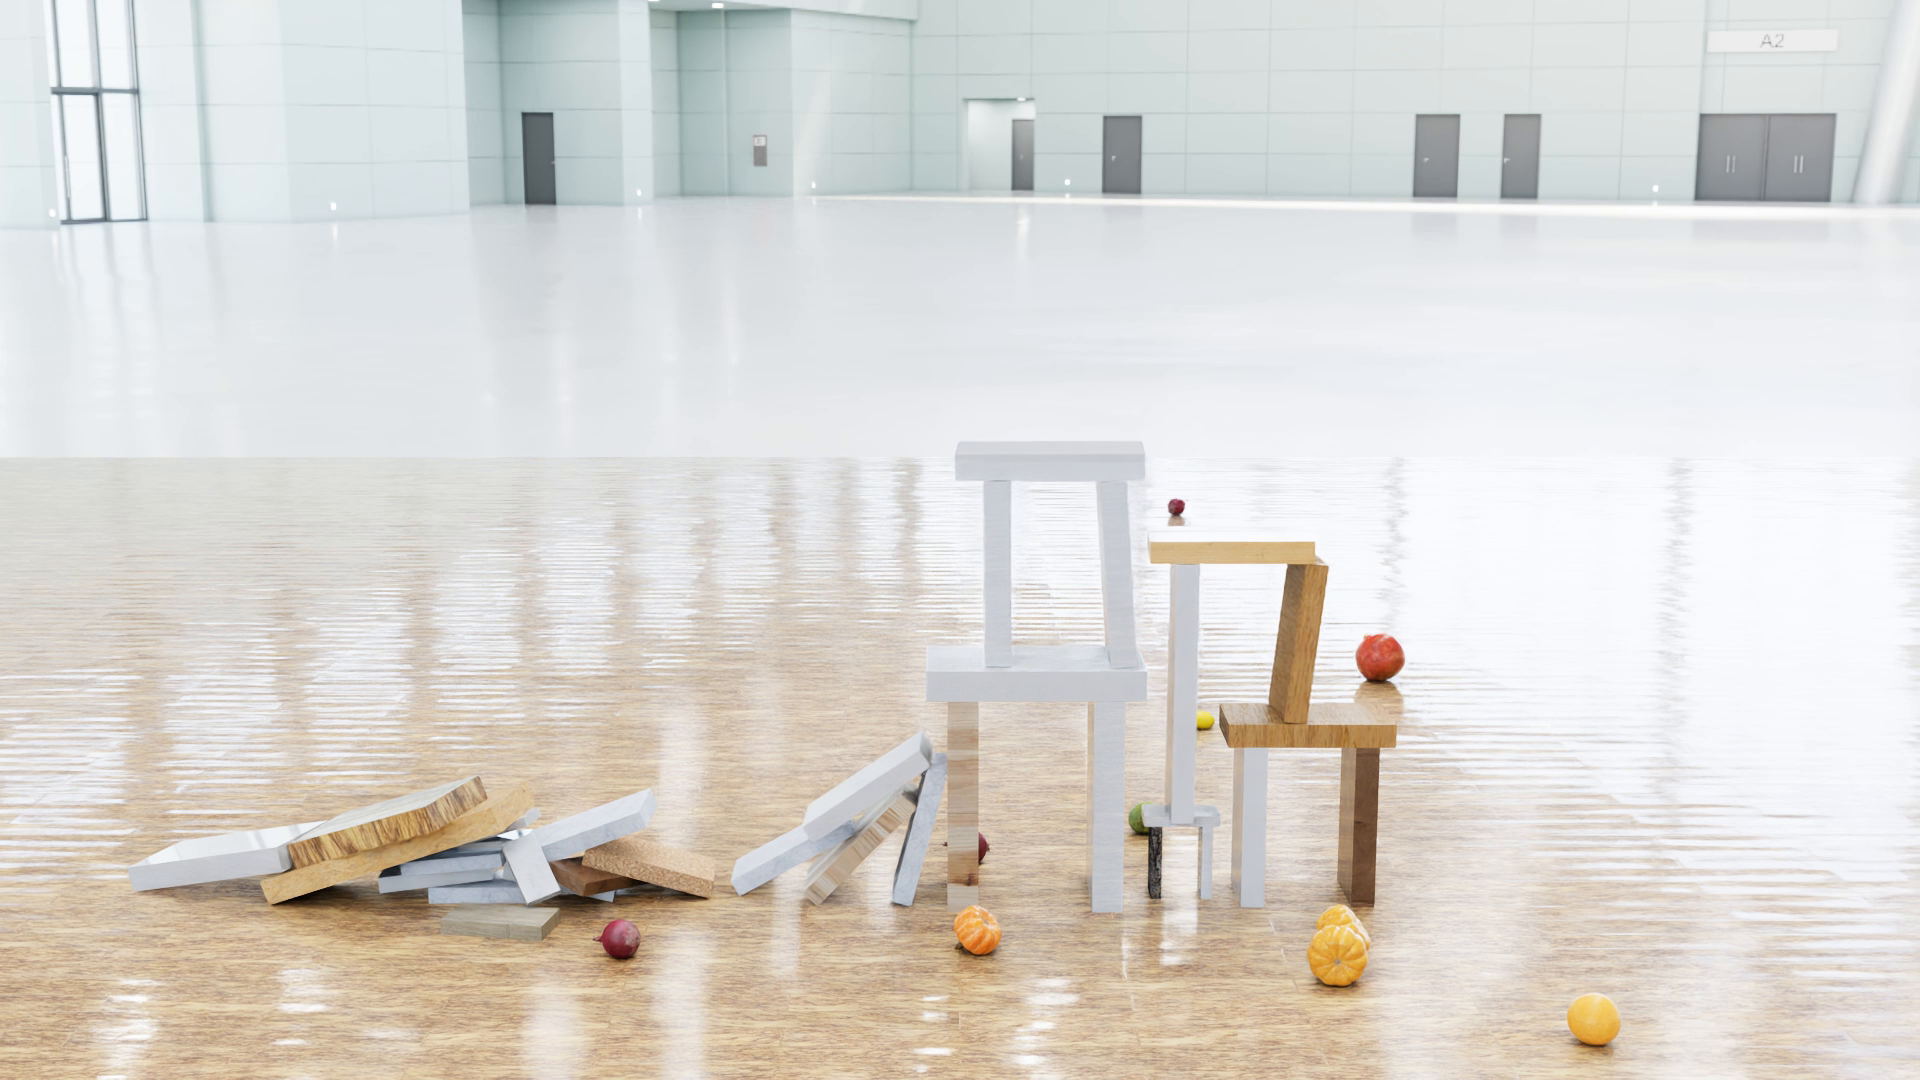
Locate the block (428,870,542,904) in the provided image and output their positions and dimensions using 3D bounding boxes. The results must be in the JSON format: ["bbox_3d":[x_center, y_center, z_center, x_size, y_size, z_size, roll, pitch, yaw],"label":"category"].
[{"bbox_3d":[-0.782,0.577,3.666,0.185,0.026,0.093,0,11,0],"label":"block"}]

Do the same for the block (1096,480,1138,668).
[{"bbox_3d":[0.253,0.043,3.572,0.043,0.301,0.151,-4,10,1],"label":"block"}]

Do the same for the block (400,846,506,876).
[{"bbox_3d":[-0.831,0.524,3.641,0.168,0.024,0.084,-6,11,4],"label":"block"}]

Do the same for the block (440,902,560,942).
[{"bbox_3d":[-0.732,0.608,3.507,0.168,0.024,0.084,2,11,10],"label":"block"}]

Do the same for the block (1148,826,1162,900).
[{"bbox_3d":[0.325,0.528,3.662,0.018,0.125,0.063,0,11,0],"label":"block"}]

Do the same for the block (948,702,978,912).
[{"bbox_3d":[0.005,0.416,3.636,0.050,0.354,0.177,0,11,0],"label":"block"}]

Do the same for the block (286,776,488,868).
[{"bbox_3d":[-0.940,0.462,3.608,0.299,0.042,0.149,-17,7,25],"label":"block"}]

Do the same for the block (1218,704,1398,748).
[{"bbox_3d":[0.569,0.305,3.617,0.271,0.038,0.135,0,11,0],"label":"block"}]

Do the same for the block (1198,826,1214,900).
[{"bbox_3d":[0.408,0.528,3.662,0.018,0.125,0.063,0,11,0],"label":"block"}]

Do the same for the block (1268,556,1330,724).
[{"bbox_3d":[0.552,0.155,3.591,0.037,0.262,0.131,6,10,-5],"label":"block"}]

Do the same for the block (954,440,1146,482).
[{"bbox_3d":[0.145,-0.128,3.550,0.301,0.043,0.151,0,11,3],"label":"block"}]

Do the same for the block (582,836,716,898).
[{"bbox_3d":[-0.518,0.537,3.673,0.216,0.031,0.108,16,10,-8],"label":"block"}]

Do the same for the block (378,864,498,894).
[{"bbox_3d":[-0.866,0.550,3.665,0.185,0.026,0.093,-7,10,-2],"label":"block"}]

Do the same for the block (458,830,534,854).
[{"bbox_3d":[-0.766,0.498,3.635,0.112,0.016,0.056,-5,10,11],"label":"block"}]

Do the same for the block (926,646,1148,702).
[{"bbox_3d":[0.122,0.218,3.599,0.354,0.050,0.177,0,11,0],"label":"block"}]

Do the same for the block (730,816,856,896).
[{"bbox_3d":[-0.280,0.518,3.697,0.216,0.031,0.108,-29,9,5],"label":"block"}]

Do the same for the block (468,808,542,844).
[{"bbox_3d":[-0.751,0.470,3.616,0.113,0.016,0.056,-18,7,16],"label":"block"}]

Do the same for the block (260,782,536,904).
[{"bbox_3d":[-0.928,0.500,3.633,0.435,0.042,0.149,-18,6,13],"label":"block"}]

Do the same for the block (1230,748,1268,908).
[{"bbox_3d":[0.479,0.457,3.645,0.038,0.271,0.135,0,11,0],"label":"block"}]

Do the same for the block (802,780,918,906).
[{"bbox_3d":[-0.164,0.497,3.650,0.033,0.234,0.117,44,8,-7],"label":"block"}]

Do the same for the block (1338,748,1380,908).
[{"bbox_3d":[0.660,0.457,3.645,0.038,0.271,0.135,0,11,0],"label":"block"}]

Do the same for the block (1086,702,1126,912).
[{"bbox_3d":[0.240,0.416,3.636,0.050,0.354,0.177,0,11,0],"label":"block"}]

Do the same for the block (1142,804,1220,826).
[{"bbox_3d":[0.366,0.458,3.649,0.125,0.018,0.063,0,11,0],"label":"block"}]

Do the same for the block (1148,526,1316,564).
[{"bbox_3d":[0.437,0.008,3.565,0.262,0.037,0.131,0,11,3],"label":"block"}]

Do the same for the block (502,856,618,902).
[{"bbox_3d":[-0.661,0.556,3.667,0.185,0.026,0.093,13,10,-3],"label":"block"}]

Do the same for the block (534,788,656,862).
[{"bbox_3d":[-0.615,0.479,3.642,0.216,0.031,0.108,-20,13,7],"label":"block"}]

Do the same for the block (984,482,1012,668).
[{"bbox_3d":[0.061,0.043,3.578,0.043,0.301,0.151,0,11,0],"label":"block"}]

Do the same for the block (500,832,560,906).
[{"bbox_3d":[-0.696,0.534,3.563,0.056,0.016,0.113,-20,63,-22],"label":"block"}]

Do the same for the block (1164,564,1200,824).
[{"bbox_3d":[0.364,0.239,3.603,0.037,0.428,0.131,0,11,1],"label":"block"}]

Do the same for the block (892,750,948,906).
[{"bbox_3d":[-0.066,0.475,3.643,0.033,0.234,0.117,15,10,-3],"label":"block"}]

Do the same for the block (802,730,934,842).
[{"bbox_3d":[-0.151,0.407,3.634,0.234,0.033,0.117,-34,9,8],"label":"block"}]

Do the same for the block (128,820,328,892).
[{"bbox_3d":[-1.225,0.531,3.698,0.299,0.042,0.149,-10,7,19],"label":"block"}]

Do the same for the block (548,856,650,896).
[{"bbox_3d":[-0.586,0.550,3.646,0.084,0.024,0.203,23,11,29],"label":"block"}]
